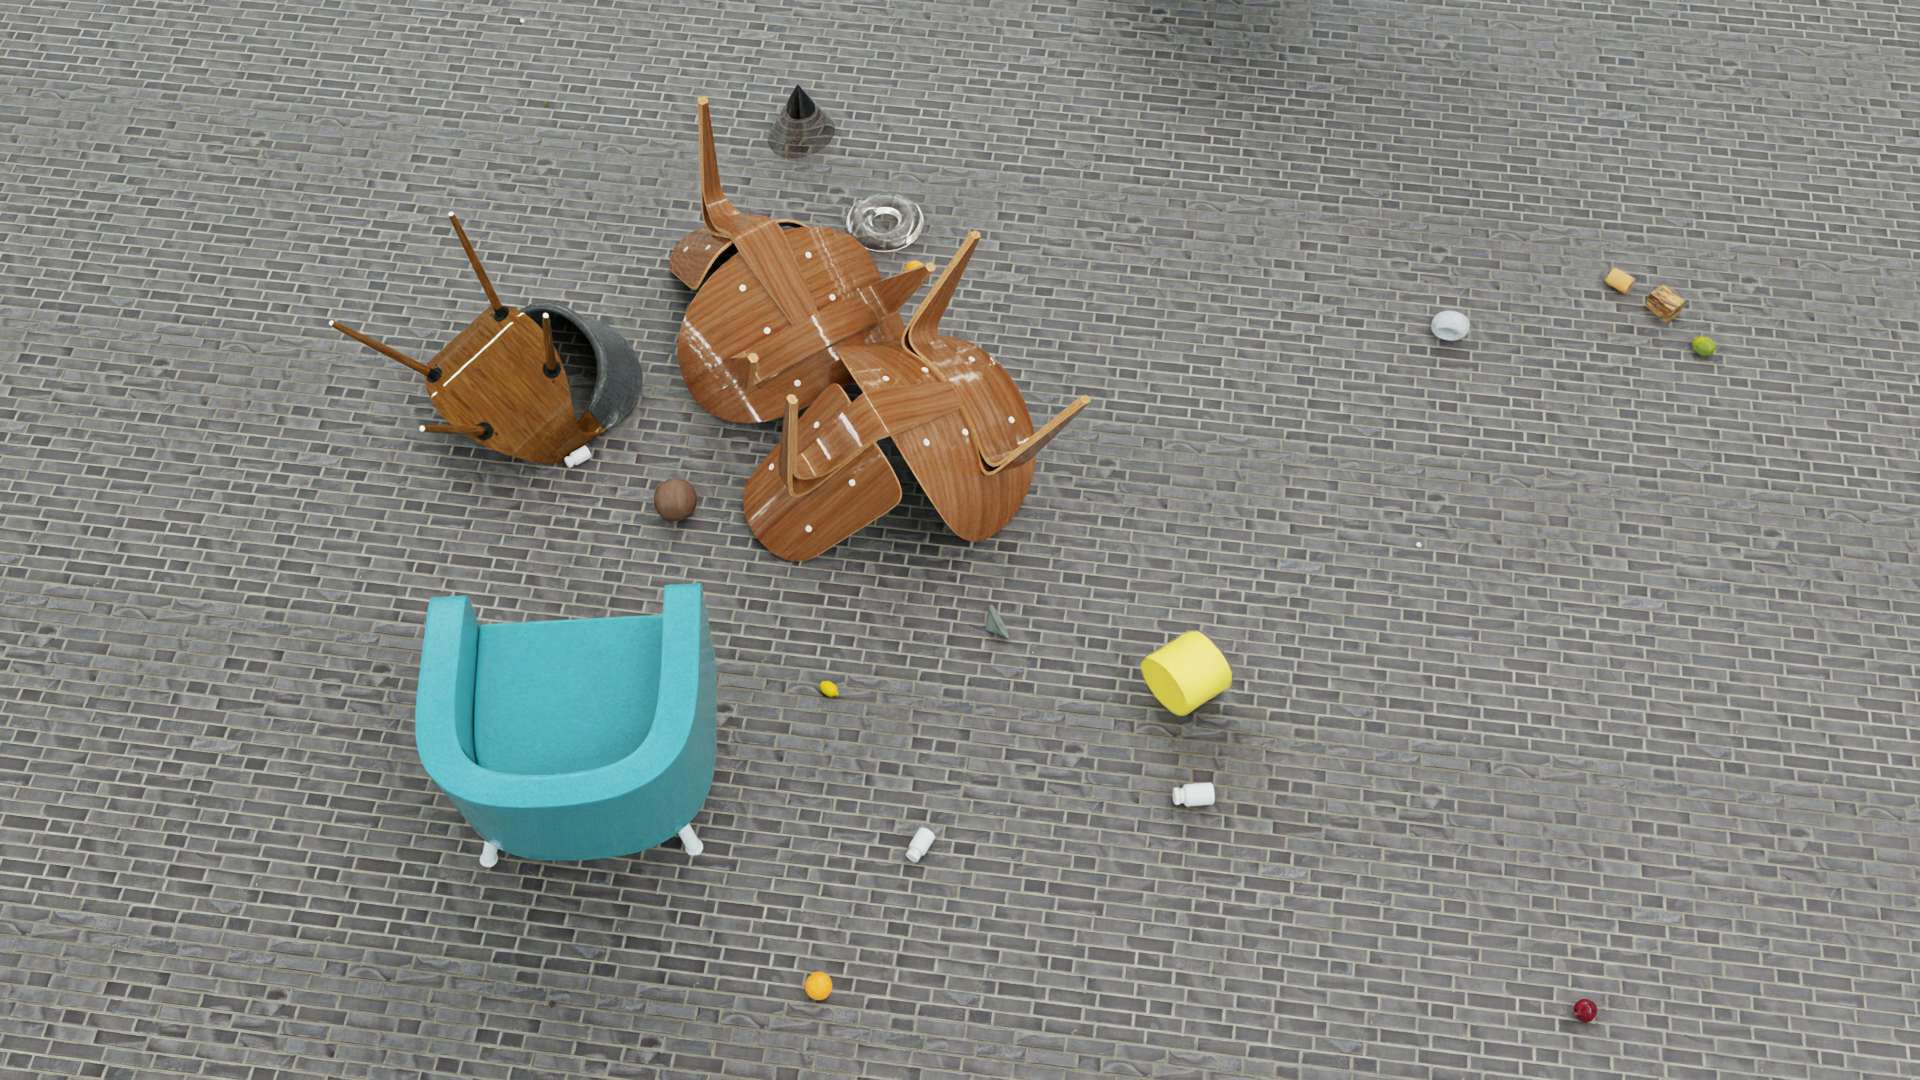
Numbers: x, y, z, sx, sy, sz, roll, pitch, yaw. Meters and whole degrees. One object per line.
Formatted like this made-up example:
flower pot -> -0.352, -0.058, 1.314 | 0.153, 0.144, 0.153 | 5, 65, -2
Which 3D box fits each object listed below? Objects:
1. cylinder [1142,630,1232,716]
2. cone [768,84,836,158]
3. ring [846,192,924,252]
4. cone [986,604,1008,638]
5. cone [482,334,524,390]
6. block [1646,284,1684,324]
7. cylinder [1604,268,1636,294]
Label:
cylinder -> 0.640, 0.377, 6.207 | 0.160, 0.181, 0.213 | -30, 32, -19
cone -> -0.541, -1.451, 7.406 | 0.250, 0.235, 0.206 | -39, 64, -23
ring -> -0.247, -1.049, 7.247 | 0.256, 0.051, 0.250 | 0, 57, 1
cone -> 0.094, 0.249, 6.391 | 0.050, 0.062, 0.121 | -35, 59, 15
cone -> -1.440, -0.587, 6.856 | 0.133, 0.185, 0.157 | -12, 57, -8
block -> 2.258, -0.757, 7.043 | 0.063, 0.064, 0.092 | -32, 62, -19
cylinder -> 2.133, -0.838, 7.107 | 0.075, 0.047, 0.061 | 37, 77, 20
